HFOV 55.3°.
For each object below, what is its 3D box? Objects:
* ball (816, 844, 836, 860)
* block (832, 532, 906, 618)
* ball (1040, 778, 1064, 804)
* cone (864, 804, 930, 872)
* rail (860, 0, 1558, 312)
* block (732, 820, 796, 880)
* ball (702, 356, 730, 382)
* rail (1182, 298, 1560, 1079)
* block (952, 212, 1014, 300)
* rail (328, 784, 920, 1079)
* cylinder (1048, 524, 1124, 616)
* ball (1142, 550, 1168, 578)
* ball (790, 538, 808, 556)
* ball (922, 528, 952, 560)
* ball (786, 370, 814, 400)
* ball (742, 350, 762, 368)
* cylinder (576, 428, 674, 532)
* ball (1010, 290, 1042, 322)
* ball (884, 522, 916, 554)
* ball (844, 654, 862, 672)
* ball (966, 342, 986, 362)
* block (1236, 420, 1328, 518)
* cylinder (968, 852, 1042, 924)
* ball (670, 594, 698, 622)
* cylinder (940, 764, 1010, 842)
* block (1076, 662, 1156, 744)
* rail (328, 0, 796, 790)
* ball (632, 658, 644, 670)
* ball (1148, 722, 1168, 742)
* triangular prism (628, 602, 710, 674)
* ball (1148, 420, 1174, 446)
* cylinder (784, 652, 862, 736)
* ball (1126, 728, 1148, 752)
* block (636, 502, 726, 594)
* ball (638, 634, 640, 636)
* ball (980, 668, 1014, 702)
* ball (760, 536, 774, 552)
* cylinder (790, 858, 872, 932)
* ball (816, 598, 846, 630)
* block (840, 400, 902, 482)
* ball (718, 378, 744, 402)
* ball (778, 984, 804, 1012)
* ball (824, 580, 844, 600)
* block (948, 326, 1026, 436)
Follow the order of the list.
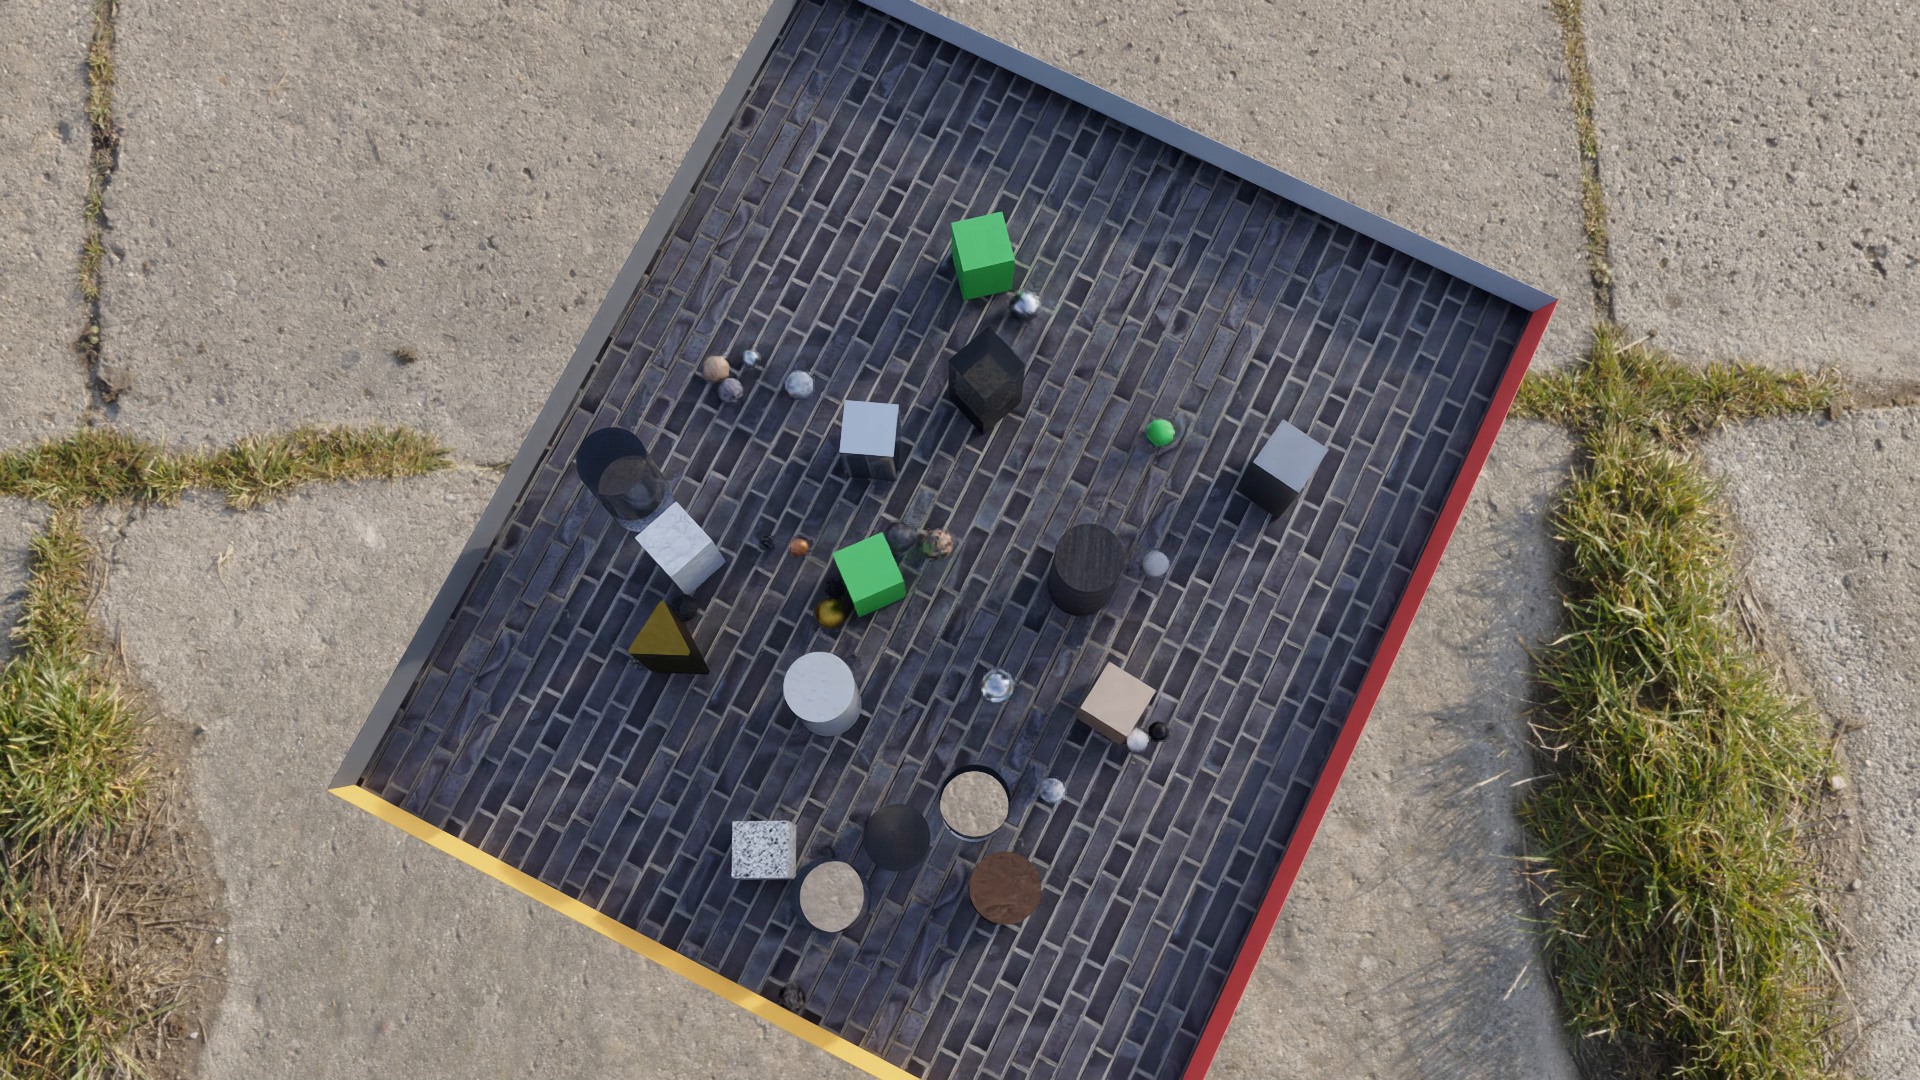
[{"bbox_3d":[-0.395,0.926,5.393,0.057,0.057,0.057,0,78,0],"label":"ball"},{"bbox_3d":[-0.267,0.106,5.457,0.159,0.269,0.159,-23,79,-5],"label":"block"},{"bbox_3d":[0.272,0.741,5.425,0.075,0.075,0.075,0,78,0],"label":"ball"},{"bbox_3d":[-0.187,0.840,5.232,0.199,0.413,0.199,0,78,0],"label":"cone"},{"bbox_3d":[0.659,-1.283,5.815,2.628,0.129,0.045,26,80,5],"label":"rail"},{"bbox_3d":[-0.565,0.900,5.303,0.159,0.250,0.159,-1,78,0],"label":"block"},{"bbox_3d":[-0.756,-0.530,5.682,0.086,0.086,0.086,0,78,0],"label":"ball"},{"bbox_3d":[1.154,0.572,5.431,0.045,0.129,2.993,26,80,5],"label":"rail"},{"bbox_3d":[0.069,-0.874,5.661,0.159,0.267,0.159,-13,79,-3],"label":"block"},{"bbox_3d":[-0.659,1.297,5.281,2.628,0.129,0.045,26,80,5],"label":"rail"},{"bbox_3d":[0.366,0.092,5.386,0.199,0.414,0.199,0,78,0],"label":"cylinder"},{"bbox_3d":[0.592,0.073,5.560,0.081,0.081,0.081,0,78,0],"label":"ball"},{"bbox_3d":[-0.489,0.022,5.583,0.056,0.056,0.056,0,78,0],"label":"ball"},{"bbox_3d":[-0.070,0.015,5.564,0.097,0.097,0.097,0,78,0],"label":"ball"},{"bbox_3d":[-0.497,-0.480,5.671,0.088,0.088,0.088,0,78,0],"label":"ball"},{"bbox_3d":[-0.649,-0.564,5.703,0.059,0.059,0.059,0,78,0],"label":"ball"},{"bbox_3d":[-0.981,-0.172,5.399,0.199,0.496,0.199,0,78,0],"label":"cylinder"},{"bbox_3d":[0.204,-0.729,5.718,0.098,0.098,0.098,0,78,0],"label":"ball"},{"bbox_3d":[-0.184,-0.006,5.567,0.099,0.099,0.099,0,78,0],"label":"ball"},{"bbox_3d":[-0.322,0.371,5.513,0.052,0.052,0.052,0,78,0],"label":"ball"},{"bbox_3d":[0.048,-0.585,5.707,0.060,0.060,0.060,0,78,0],"label":"ball"},{"bbox_3d":[0.959,-0.209,5.481,0.159,0.349,0.159,35,80,7],"label":"block"},{"bbox_3d":[0.125,0.995,5.224,0.199,0.365,0.199,0,78,0],"label":"cylinder"},{"bbox_3d":[-0.833,0.205,5.531,0.084,0.084,0.084,0,78,0],"label":"ball"},{"bbox_3d":[0.042,0.760,5.271,0.199,0.368,0.199,0,78,0],"label":"cylinder"},{"bbox_3d":[0.455,0.483,5.390,0.159,0.247,0.159,32,80,6],"label":"block"},{"bbox_3d":[-1.154,-0.558,5.665,0.045,0.129,2.993,26,80,5],"label":"rail"},{"bbox_3d":[-0.967,0.368,5.519,0.042,0.042,0.042,0,78,0],"label":"ball"},{"bbox_3d":[0.594,0.570,5.468,0.059,0.059,0.059,0,78,0],"label":"ball"},{"bbox_3d":[-0.841,0.285,5.349,0.172,0.408,0.149,2,78,0],"label":"triangular prism"},{"bbox_3d":[0.618,-0.331,5.643,0.083,0.083,0.083,0,78,0],"label":"ball"},{"bbox_3d":[-0.395,0.451,5.319,0.199,0.400,0.199,0,78,0],"label":"cylinder"},{"bbox_3d":[0.527,0.597,5.459,0.067,0.067,0.067,0,78,0],"label":"ball"},{"bbox_3d":[-0.827,0.030,5.447,0.159,0.320,0.159,-42,81,-8],"label":"block"},{"bbox_3d":[-0.946,0.307,5.523,0.059,0.059,0.059,0,78,0],"label":"ball"},{"bbox_3d":[0.112,0.435,5.476,0.099,0.099,0.099,0,78,0],"label":"ball"},{"bbox_3d":[-0.590,0.012,5.591,0.045,0.045,0.045,0,78,0],"label":"ball"},{"bbox_3d":[-0.358,1.004,5.165,0.199,0.478,0.199,0,78,0],"label":"cylinder"},{"bbox_3d":[-0.389,0.222,5.524,0.092,0.092,0.092,0,78,0],"label":"ball"},{"bbox_3d":[-0.267,-0.296,5.522,0.159,0.306,0.159,5,78,1],"label":"block"},{"bbox_3d":[-0.711,-0.463,5.673,0.077,0.077,0.077,0,78,0],"label":"ball"},{"bbox_3d":[-0.489,1.324,5.302,0.080,0.080,0.080,0,78,0],"label":"ball"},{"bbox_3d":[-0.380,0.152,5.554,0.061,0.061,0.061,0,78,0],"label":"ball"},{"bbox_3d":[0.078,-0.475,5.515,0.159,0.392,0.159,-41,81,-8],"label":"block"}]
